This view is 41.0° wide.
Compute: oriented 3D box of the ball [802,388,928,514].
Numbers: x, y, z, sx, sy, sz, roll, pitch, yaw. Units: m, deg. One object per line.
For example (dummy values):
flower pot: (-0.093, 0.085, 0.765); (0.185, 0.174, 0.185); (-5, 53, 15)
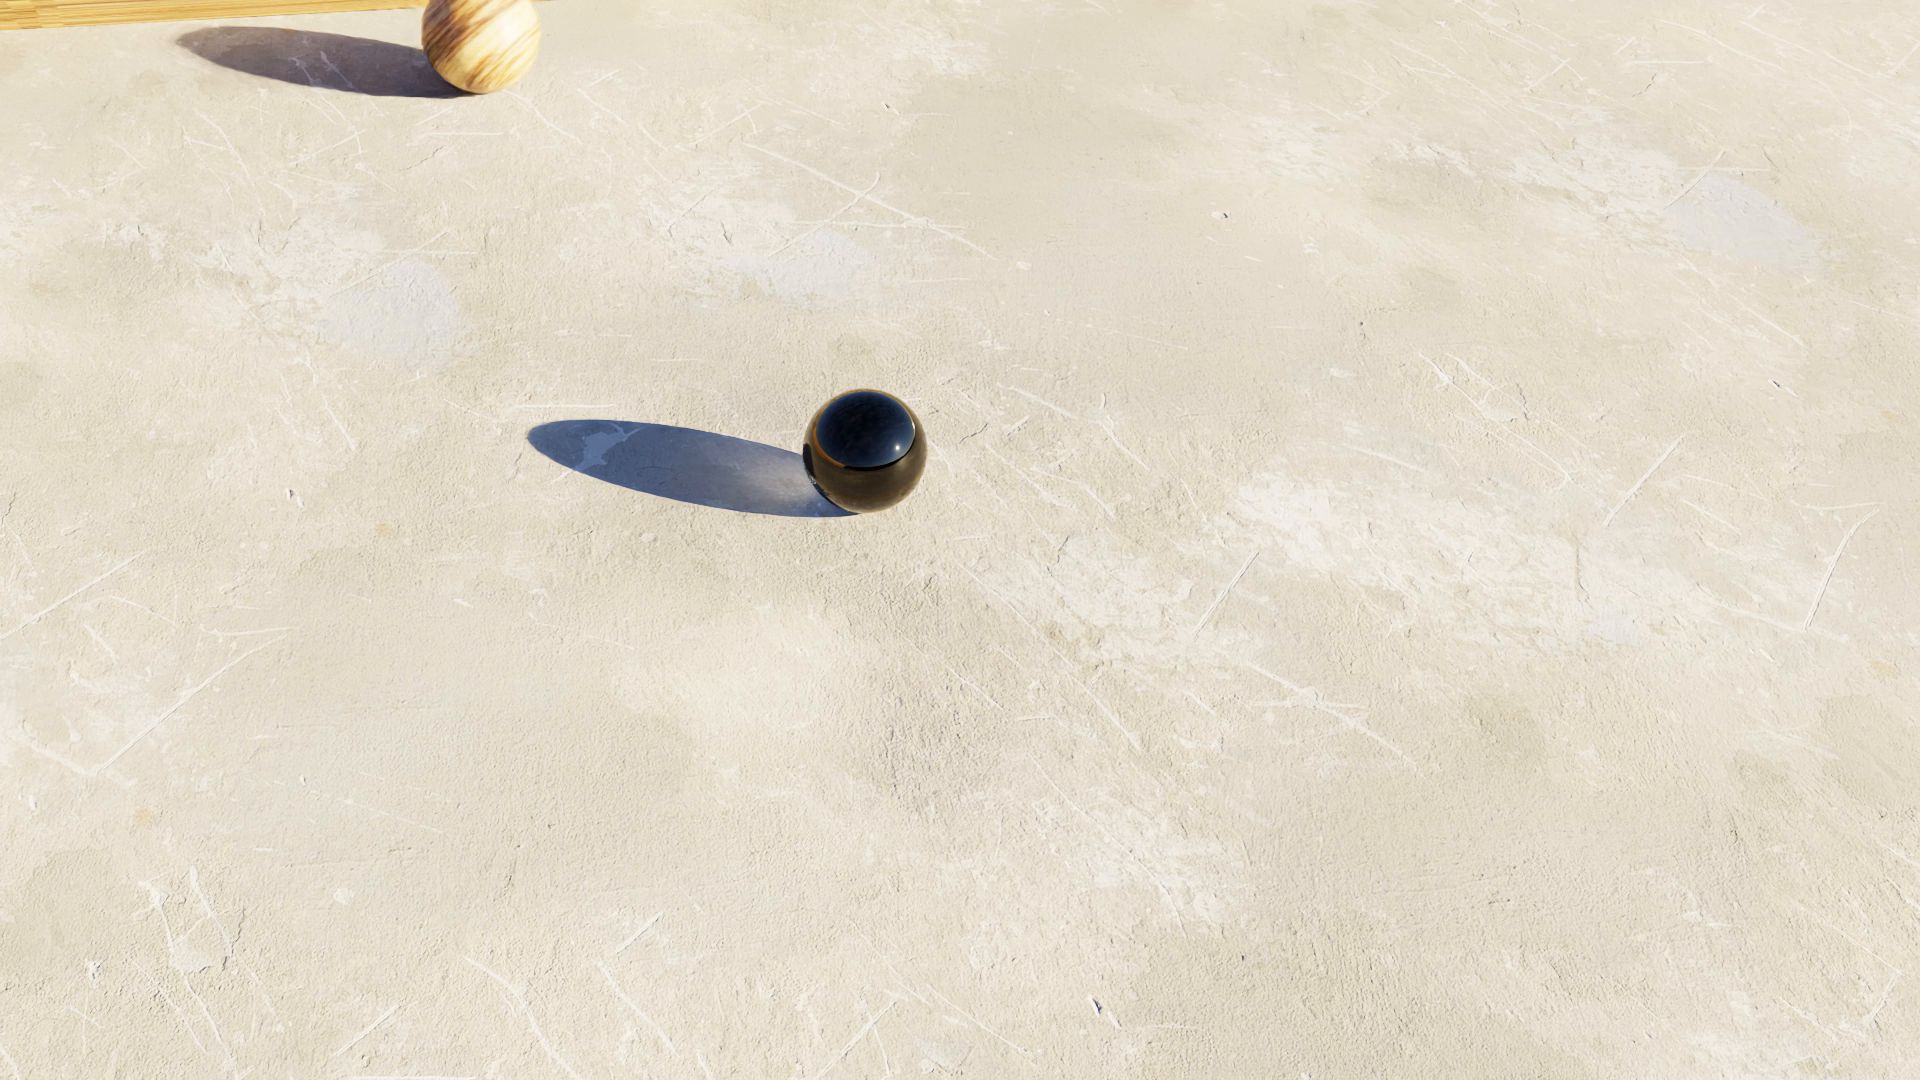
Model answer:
ball: (-0.060, -0.057, 1.624); (0.080, 0.080, 0.080); (0, 36, 0)

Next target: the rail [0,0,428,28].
rail: (0.749, -0.599, 2.318); (3.470, 0.125, 0.045); (-4, 37, -6)

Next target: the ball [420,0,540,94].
ball: (-0.391, -0.413, 2.093); (0.096, 0.096, 0.096); (0, 36, 0)
